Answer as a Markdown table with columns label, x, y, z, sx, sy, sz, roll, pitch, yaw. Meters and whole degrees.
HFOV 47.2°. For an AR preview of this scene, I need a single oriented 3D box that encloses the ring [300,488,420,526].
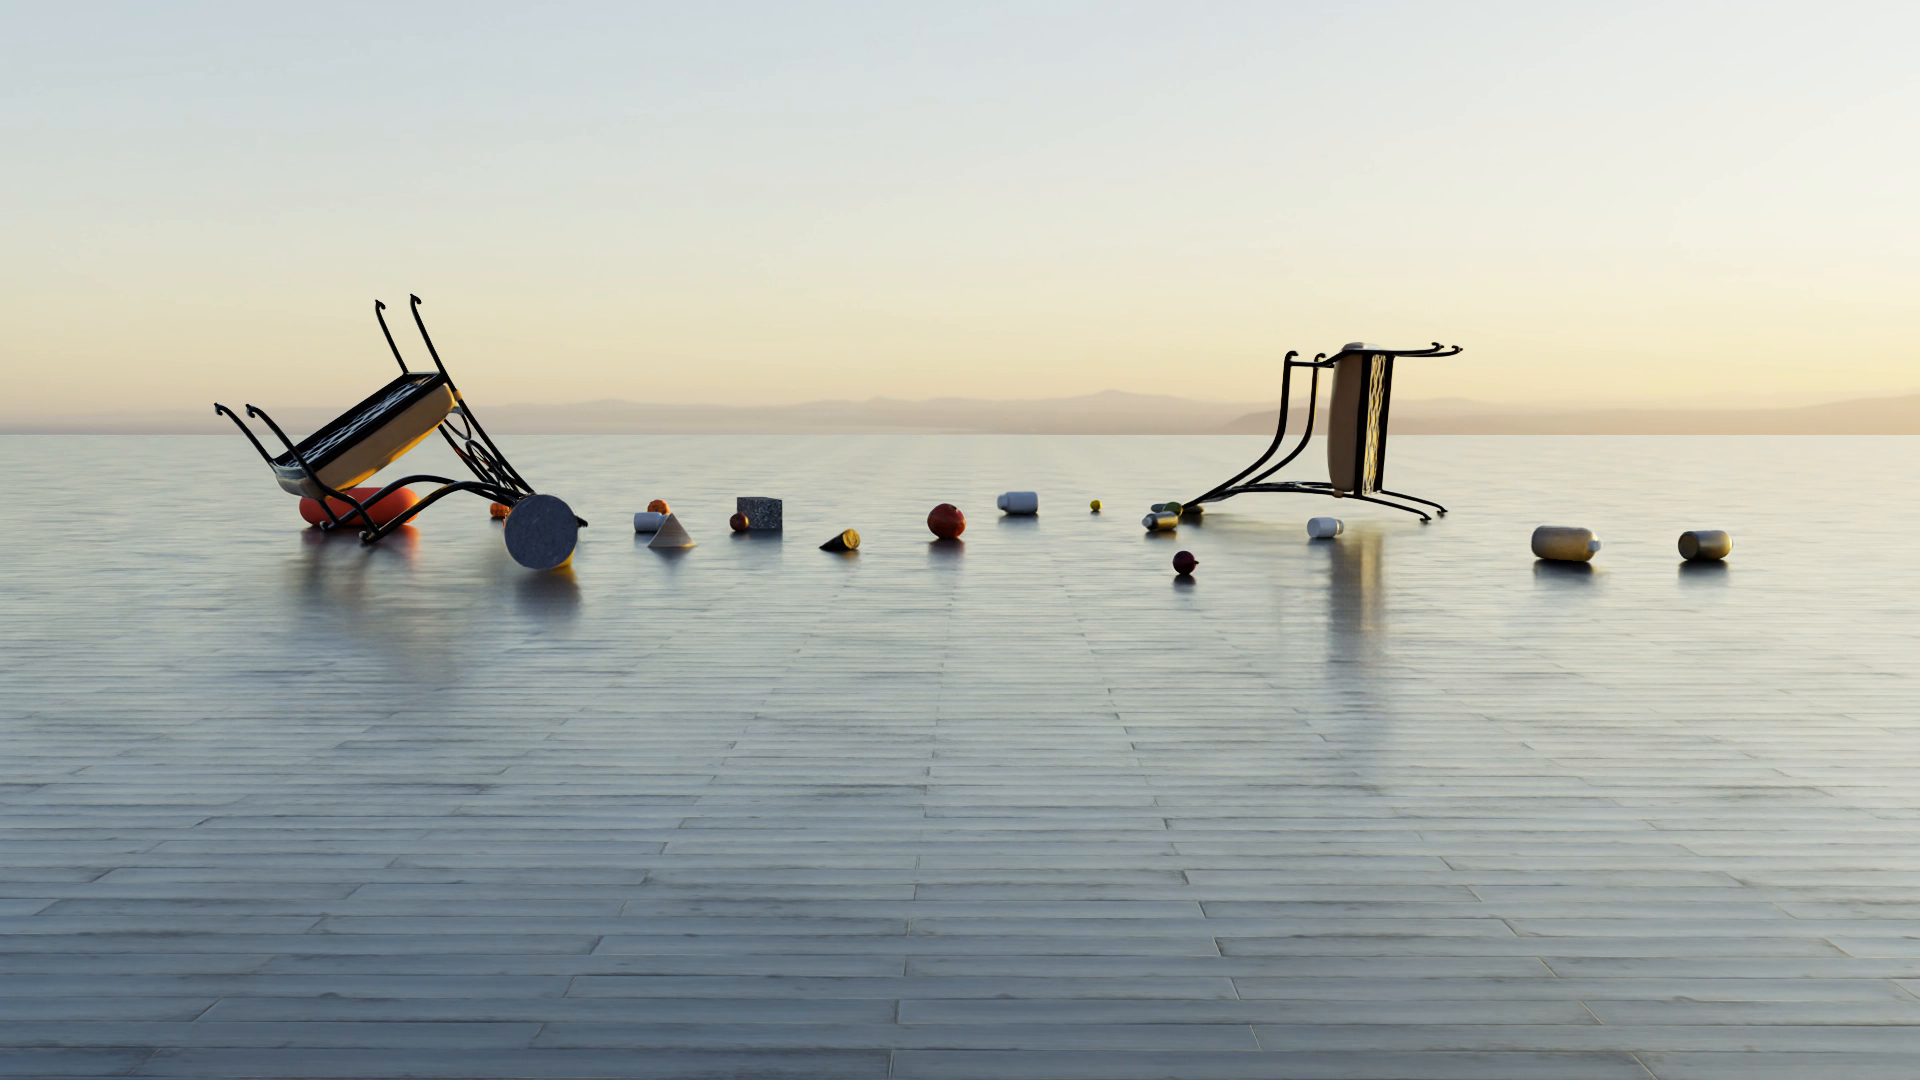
| label | x | y | z | sx | sy | sz | roll | pitch | yaw |
| --- | --- | --- | --- | --- | --- | --- | --- | --- | --- |
| ring | -1.987 | -0.112 | 7.285 | 0.400 | 0.123 | 0.211 | -1 | 2 | 1 |

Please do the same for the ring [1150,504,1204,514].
| label | x | y | z | sx | sy | sz | roll | pitch | yaw |
| --- | --- | --- | --- | --- | --- | --- | --- | --- | --- |
| ring | 0.785 | -0.112 | 7.939 | 0.196 | 0.033 | 0.106 | 2 | 6 | 8 |

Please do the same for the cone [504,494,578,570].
| label | x | y | z | sx | sy | sz | roll | pitch | yaw |
| --- | --- | --- | --- | --- | --- | --- | --- | --- | --- |
| cone | -1.025 | 0.021 | 5.577 | 0.294 | 0.190 | 0.145 | 45 | -8 | 44 |

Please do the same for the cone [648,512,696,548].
| label | x | y | z | sx | sy | sz | roll | pitch | yaw |
| --- | --- | --- | --- | --- | --- | --- | --- | --- | --- |
| cone | -0.825 | -0.032 | 6.300 | 0.169 | 0.098 | 0.076 | -4 | 6 | -45 |

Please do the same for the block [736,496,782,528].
| label | x | y | z | sx | sy | sz | roll | pitch | yaw |
| --- | --- | --- | --- | --- | --- | --- | --- | --- | --- |
| block | -0.657 | -0.090 | 7.201 | 0.091 | 0.091 | 0.239 | -1 | 4 | -20 |
